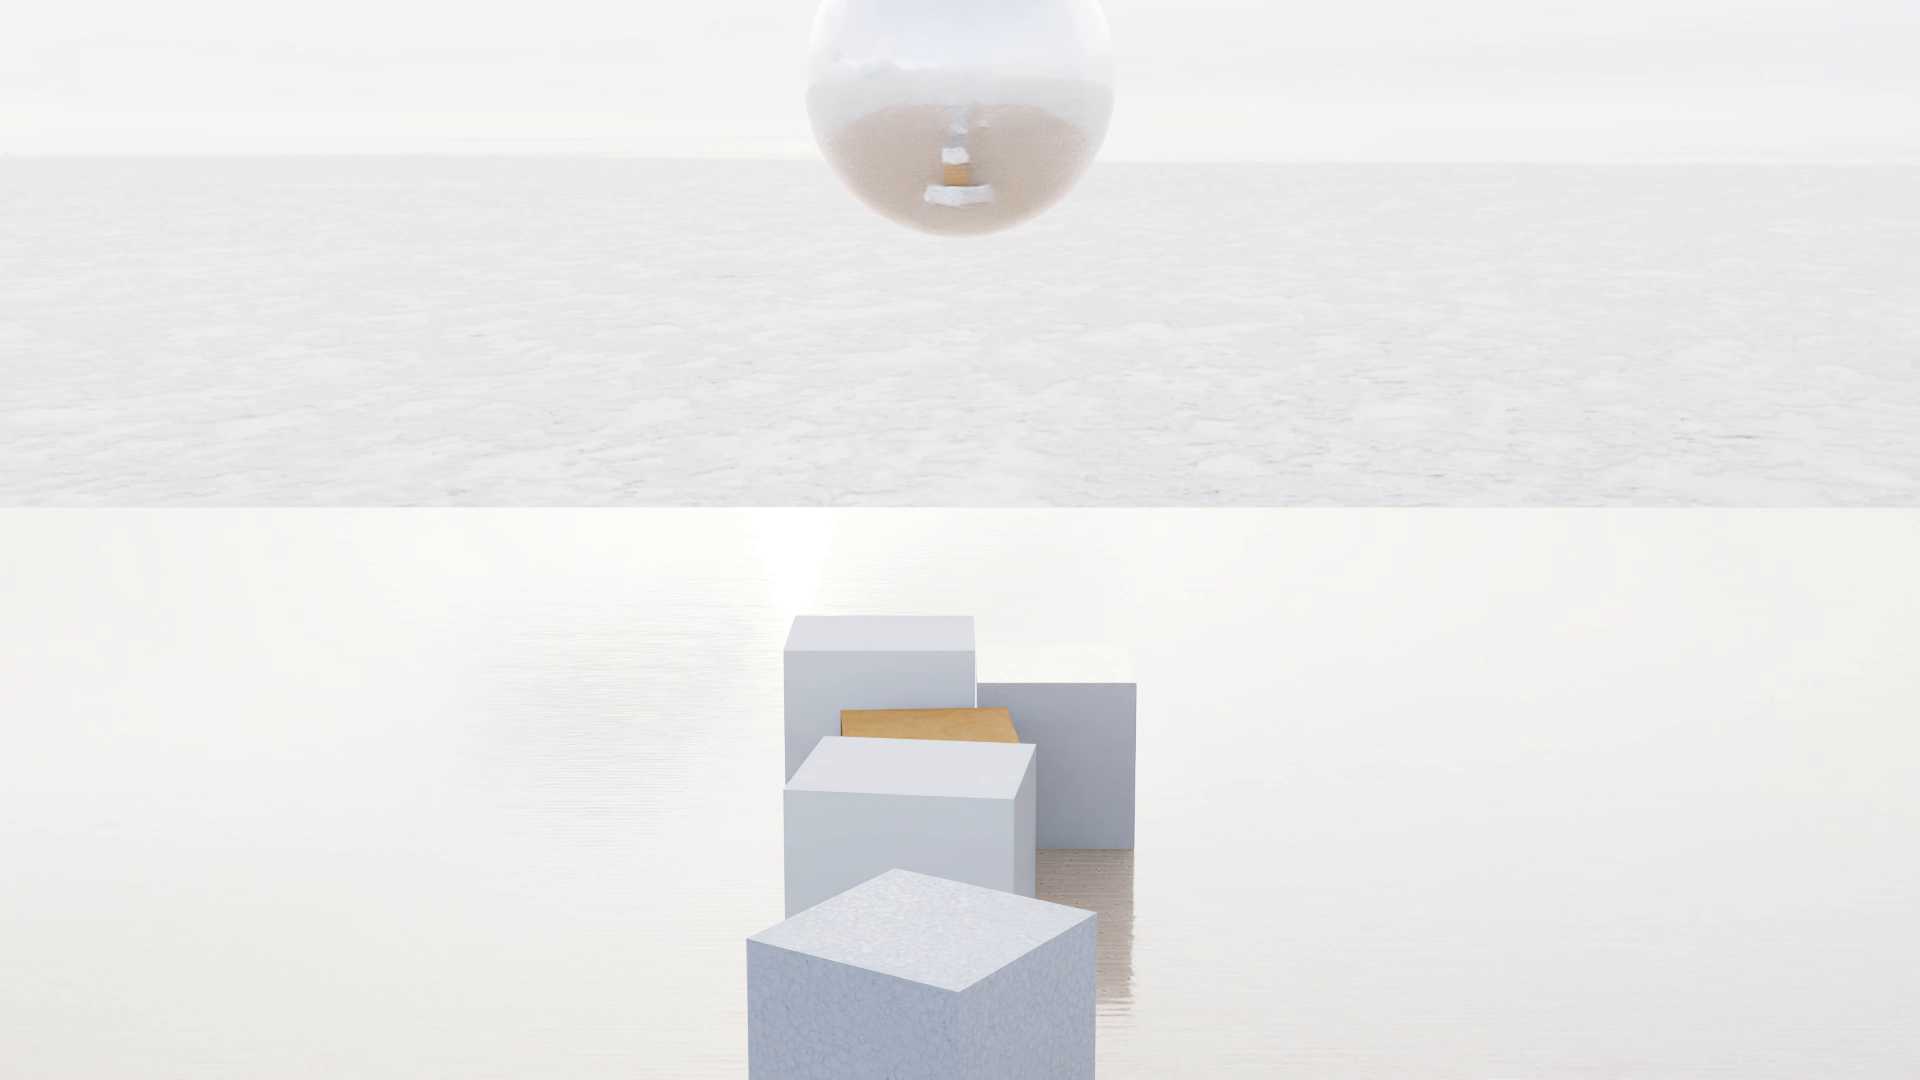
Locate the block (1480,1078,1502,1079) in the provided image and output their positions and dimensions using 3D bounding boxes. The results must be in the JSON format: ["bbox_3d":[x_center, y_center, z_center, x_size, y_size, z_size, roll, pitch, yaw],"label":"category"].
[{"bbox_3d":[1.752,1.960,6.602,0.519,0.589,0.530,-7,-8,32],"label":"block"}]

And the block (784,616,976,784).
[{"bbox_3d":[-0.400,0.974,11.370,0.951,1.016,0.820,0,10,0],"label":"block"}]

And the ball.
[{"bbox_3d":[0.000,-2.341,11.170,1.600,1.600,1.600,0,10,0],"label":"ball"}]

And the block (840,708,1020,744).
[{"bbox_3d":[-0.148,1.271,10.394,0.807,0.780,0.756,-1,10,-4],"label":"block"}]

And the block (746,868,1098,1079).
[{"bbox_3d":[-0.121,1.740,7.545,0.853,0.877,0.865,7,12,33],"label":"block"}]

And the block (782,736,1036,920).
[{"bbox_3d":[-0.195,1.395,9.420,0.953,0.884,0.830,1,10,8],"label":"block"}]

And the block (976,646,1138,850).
[{"bbox_3d":[0.481,1.056,11.354,0.791,0.860,0.803,0,10,0],"label":"block"}]
